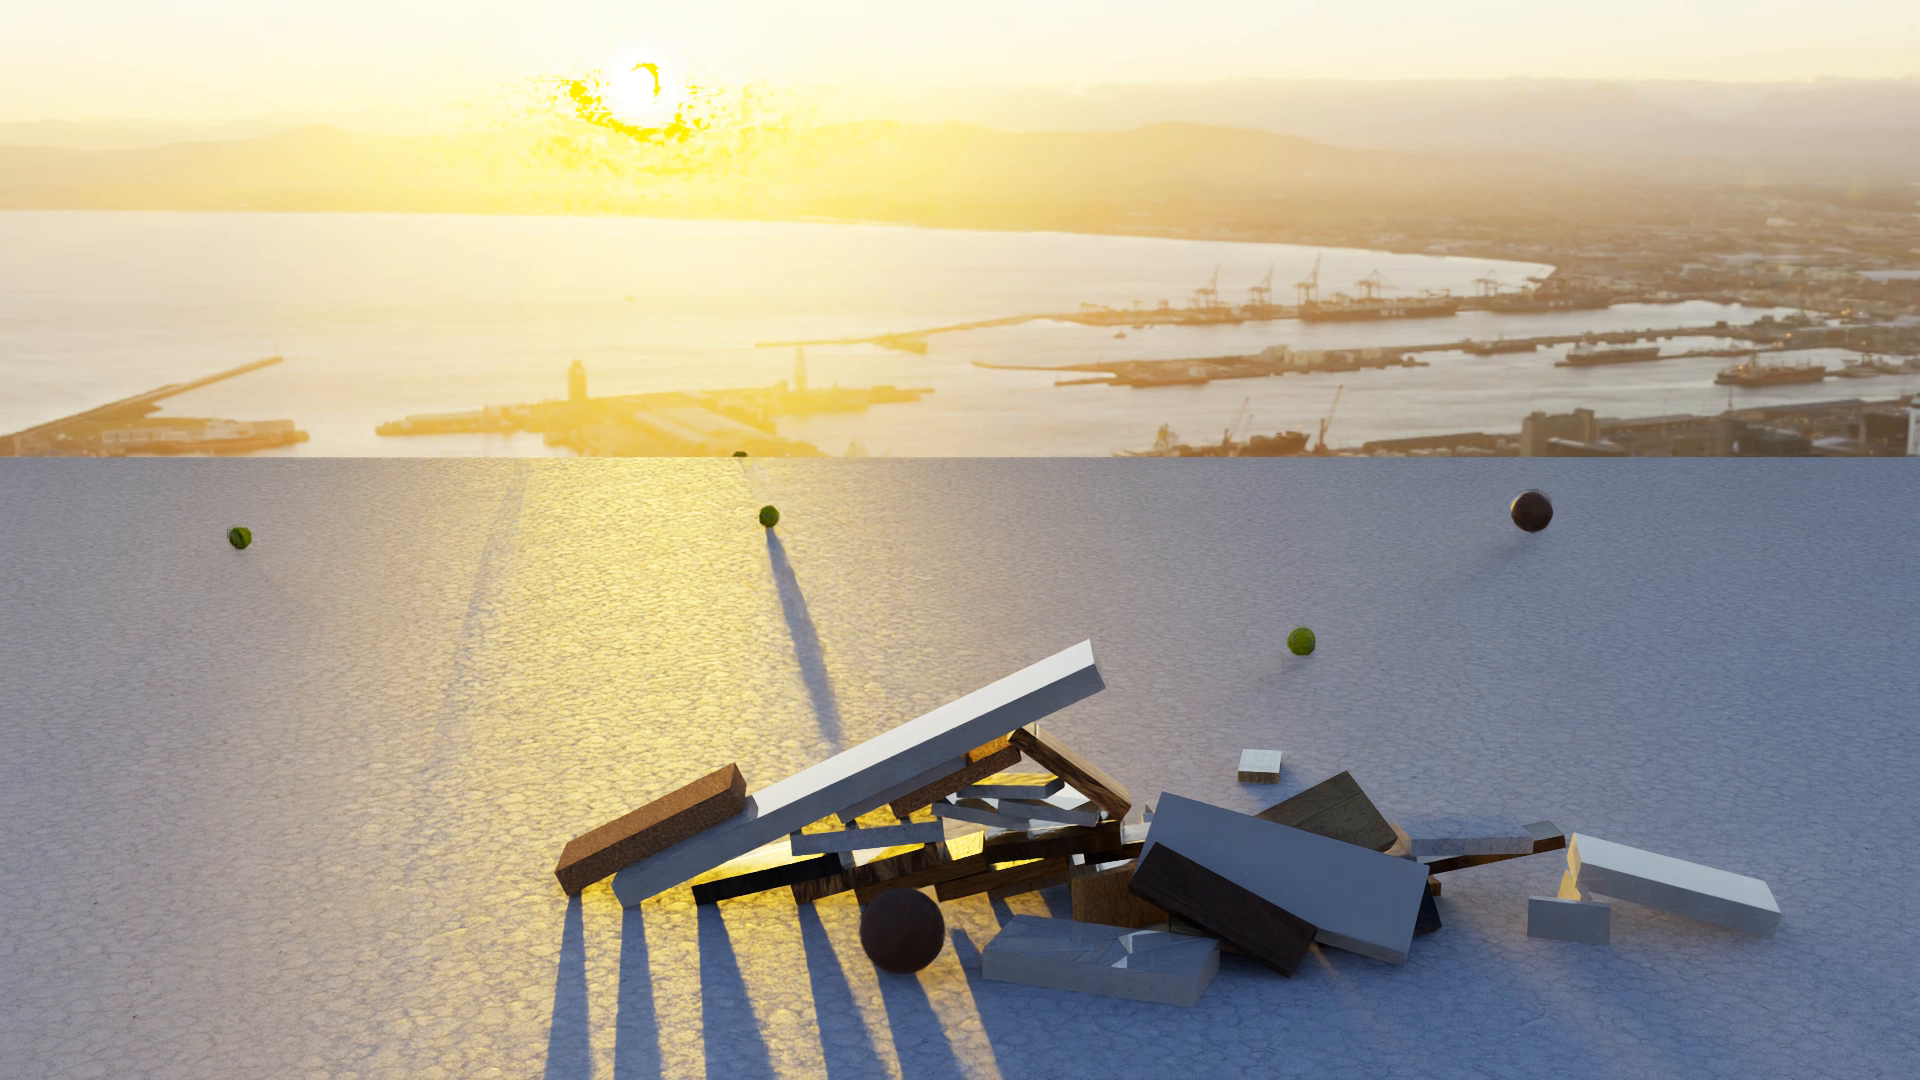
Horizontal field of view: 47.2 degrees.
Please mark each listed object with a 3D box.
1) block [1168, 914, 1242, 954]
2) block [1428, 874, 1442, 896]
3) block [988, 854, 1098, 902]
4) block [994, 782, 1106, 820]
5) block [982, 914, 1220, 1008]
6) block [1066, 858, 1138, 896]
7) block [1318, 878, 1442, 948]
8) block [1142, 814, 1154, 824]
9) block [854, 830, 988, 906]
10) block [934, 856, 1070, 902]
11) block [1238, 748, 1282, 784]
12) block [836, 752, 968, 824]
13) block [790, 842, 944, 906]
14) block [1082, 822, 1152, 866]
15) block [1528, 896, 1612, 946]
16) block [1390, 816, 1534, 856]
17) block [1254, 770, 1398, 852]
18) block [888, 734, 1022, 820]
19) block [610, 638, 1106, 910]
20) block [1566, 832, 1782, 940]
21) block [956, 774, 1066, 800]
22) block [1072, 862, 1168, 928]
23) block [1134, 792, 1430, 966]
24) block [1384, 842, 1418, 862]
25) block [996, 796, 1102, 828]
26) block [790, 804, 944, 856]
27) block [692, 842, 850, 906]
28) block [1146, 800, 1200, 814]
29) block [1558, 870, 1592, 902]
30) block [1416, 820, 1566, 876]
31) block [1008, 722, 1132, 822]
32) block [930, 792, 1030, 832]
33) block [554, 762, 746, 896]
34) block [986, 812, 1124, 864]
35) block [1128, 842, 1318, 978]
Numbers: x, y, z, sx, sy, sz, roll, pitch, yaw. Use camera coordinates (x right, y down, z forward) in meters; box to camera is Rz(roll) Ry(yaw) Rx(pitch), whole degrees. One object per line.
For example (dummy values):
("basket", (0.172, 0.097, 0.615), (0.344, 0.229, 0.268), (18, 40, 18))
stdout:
("block", (0.422, 0.601, 3.402), (0.196, 0.028, 0.098), (10, 20, 2))
("block", (0.716, 0.576, 3.682), (0.157, 0.022, 0.078), (-2, 11, -9))
("block", (0.138, 0.552, 3.662), (0.185, 0.026, 0.093), (-15, 10, 7))
("block", (0.164, 0.484, 4.011), (0.157, 0.044, 0.313), (-6, 6, -9))
("block", (0.214, 0.632, 3.318), (0.325, 0.046, 0.162), (4, 11, 20))
("block", (0.271, 0.539, 3.660), (0.185, 0.026, 0.093), (-19, 9, 8))
("block", (0.649, 0.577, 3.468), (0.205, 0.103, 0.029), (-4, -26, -20))
("block", (0.368, 0.530, 3.824), (0.086, 0.024, 0.172), (0, 23, -1))
("block", (-0.063, 0.545, 3.654), (0.221, 0.031, 0.110), (-16, 10, 5))
("block", (0.071, 0.543, 3.650), (0.221, 0.031, 0.110), (-15, 10, 7))
("block", (0.597, 0.449, 4.367), (0.078, 0.022, 0.157), (2, 11, 10))
("block", (-0.098, 0.394, 3.640), (0.227, 0.032, 0.113), (-25, 8, 4))
("block", (-0.152, 0.536, 3.658), (0.250, 0.035, 0.125), (-16, 10, 5))
("block", (0.293, 0.496, 3.628), (0.185, 0.026, 0.093), (-9, 11, 0))
("block", (0.958, 0.598, 3.457), (0.125, 0.063, 0.018), (3, 11, 18))
("block", (0.821, 0.484, 3.601), (0.205, 0.029, 0.103), (0, 12, -8))
("block", (0.552, 0.487, 3.540), (0.280, 0.040, 0.140), (-21, 60, -26))
("block", (-0.009, 0.386, 3.644), (0.227, 0.032, 0.113), (-26, 8, 3))
("block", (-0.167, 0.384, 3.628), (0.869, 0.046, 0.162), (-25, 10, 5))
("block", (1.148, 0.556, 3.552), (0.313, 0.044, 0.157), (14, 12, 8))
("block", (0.083, 0.407, 3.641), (0.162, 0.023, 0.081), (-2, 7, 26))
("block", (0.265, 0.570, 3.504), (0.196, 0.098, 0.028), (-7, 8, -35))
("block", (0.499, 0.524, 3.422), (0.430, 0.044, 0.157), (14, 55, 13))
("block", (0.605, 0.537, 3.638), (0.280, 0.040, 0.140), (-11, 12, 2))
("block", (0.148, 0.441, 3.619), (0.162, 0.023, 0.081), (6, 8, 10))
("block", (-0.157, 0.475, 3.642), (0.250, 0.035, 0.125), (-5, 11, -5))
("block", (-0.312, 0.543, 3.655), (0.250, 0.035, 0.125), (-14, 10, 6))
("block", (0.410, 0.517, 3.980), (0.103, 0.029, 0.205), (-2, 11, -9))
("block", (0.987, 0.581, 3.538), (0.018, 0.063, 0.125), (13, 11, 2))
("block", (0.760, 0.535, 3.653), (0.476, 0.022, 0.078), (-11, 12, 0))
("block", (0.180, 0.373, 3.627), (0.227, 0.032, 0.113), (36, 6, -2))
("block", (0.034, 0.448, 3.644), (0.162, 0.023, 0.081), (10, 9, 1))
("block", (-0.520, 0.487, 3.720), (0.325, 0.046, 0.162), (-26, 10, 1))
("block", (0.157, 0.488, 3.621), (0.220, 0.031, 0.110), (-7, 11, 7))
("block", (0.399, 0.563, 3.356), (0.280, 0.024, 0.086), (26, 61, 20))
